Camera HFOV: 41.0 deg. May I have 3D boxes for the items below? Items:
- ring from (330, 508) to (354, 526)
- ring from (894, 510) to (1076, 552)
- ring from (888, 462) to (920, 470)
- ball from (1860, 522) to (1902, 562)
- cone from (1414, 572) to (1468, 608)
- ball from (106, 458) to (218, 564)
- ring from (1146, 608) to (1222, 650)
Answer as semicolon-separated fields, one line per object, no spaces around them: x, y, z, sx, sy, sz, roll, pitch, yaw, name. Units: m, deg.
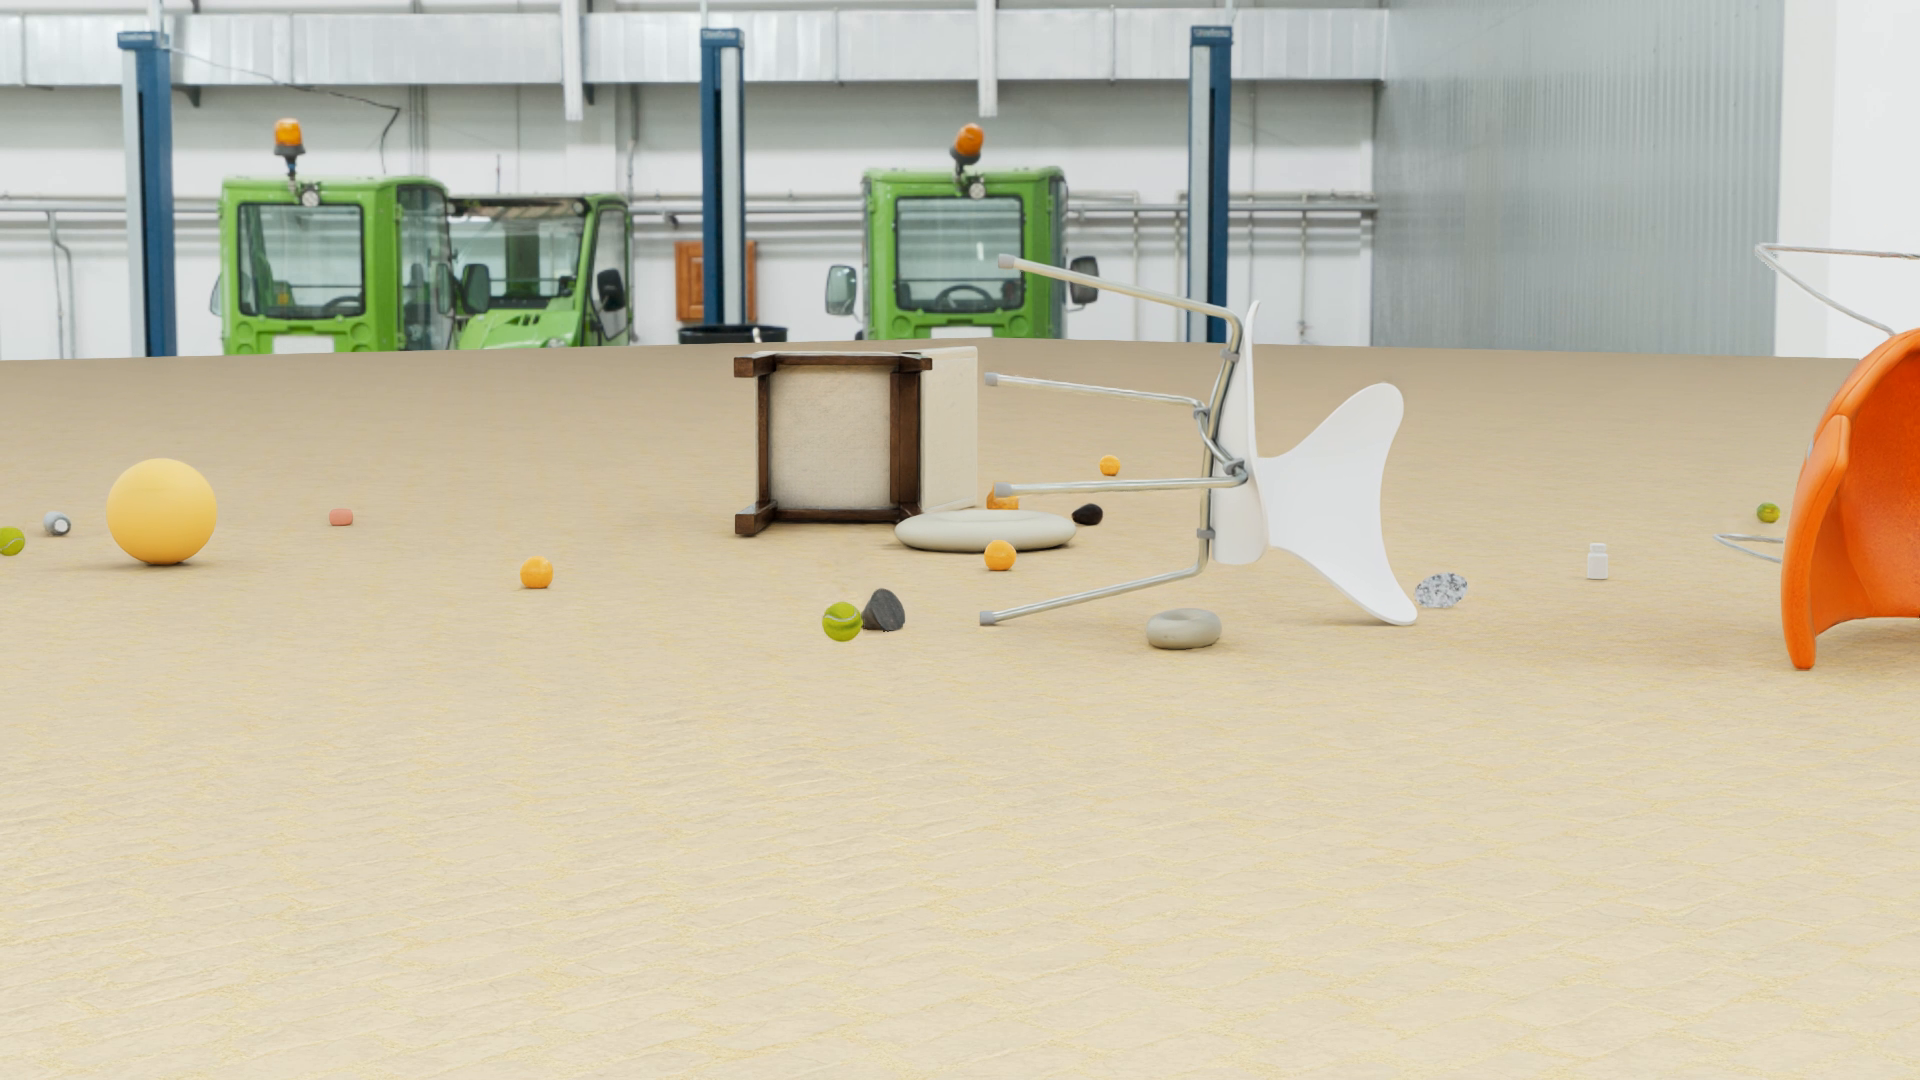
-1.640;-0.060;6.799;0.062;0.042;0.067;-5;10;-30;ring
0.063;-0.023;6.283;0.451;0.073;0.417;-3;7;-21;ring
-0.191;-0.252;8.756;0.116;0.021;0.105;3;7;34;ring
2.125;0.005;5.917;0.092;0.092;0.092;0;6;0;ball
0.960;0.115;5.131;0.111;0.078;0.054;-20;-32;-6;cone
-1.821;-0.065;5.854;0.244;0.244;0.244;0;6;0;ball
0.403;0.159;4.614;0.131;0.052;0.226;3;7;18;ring
